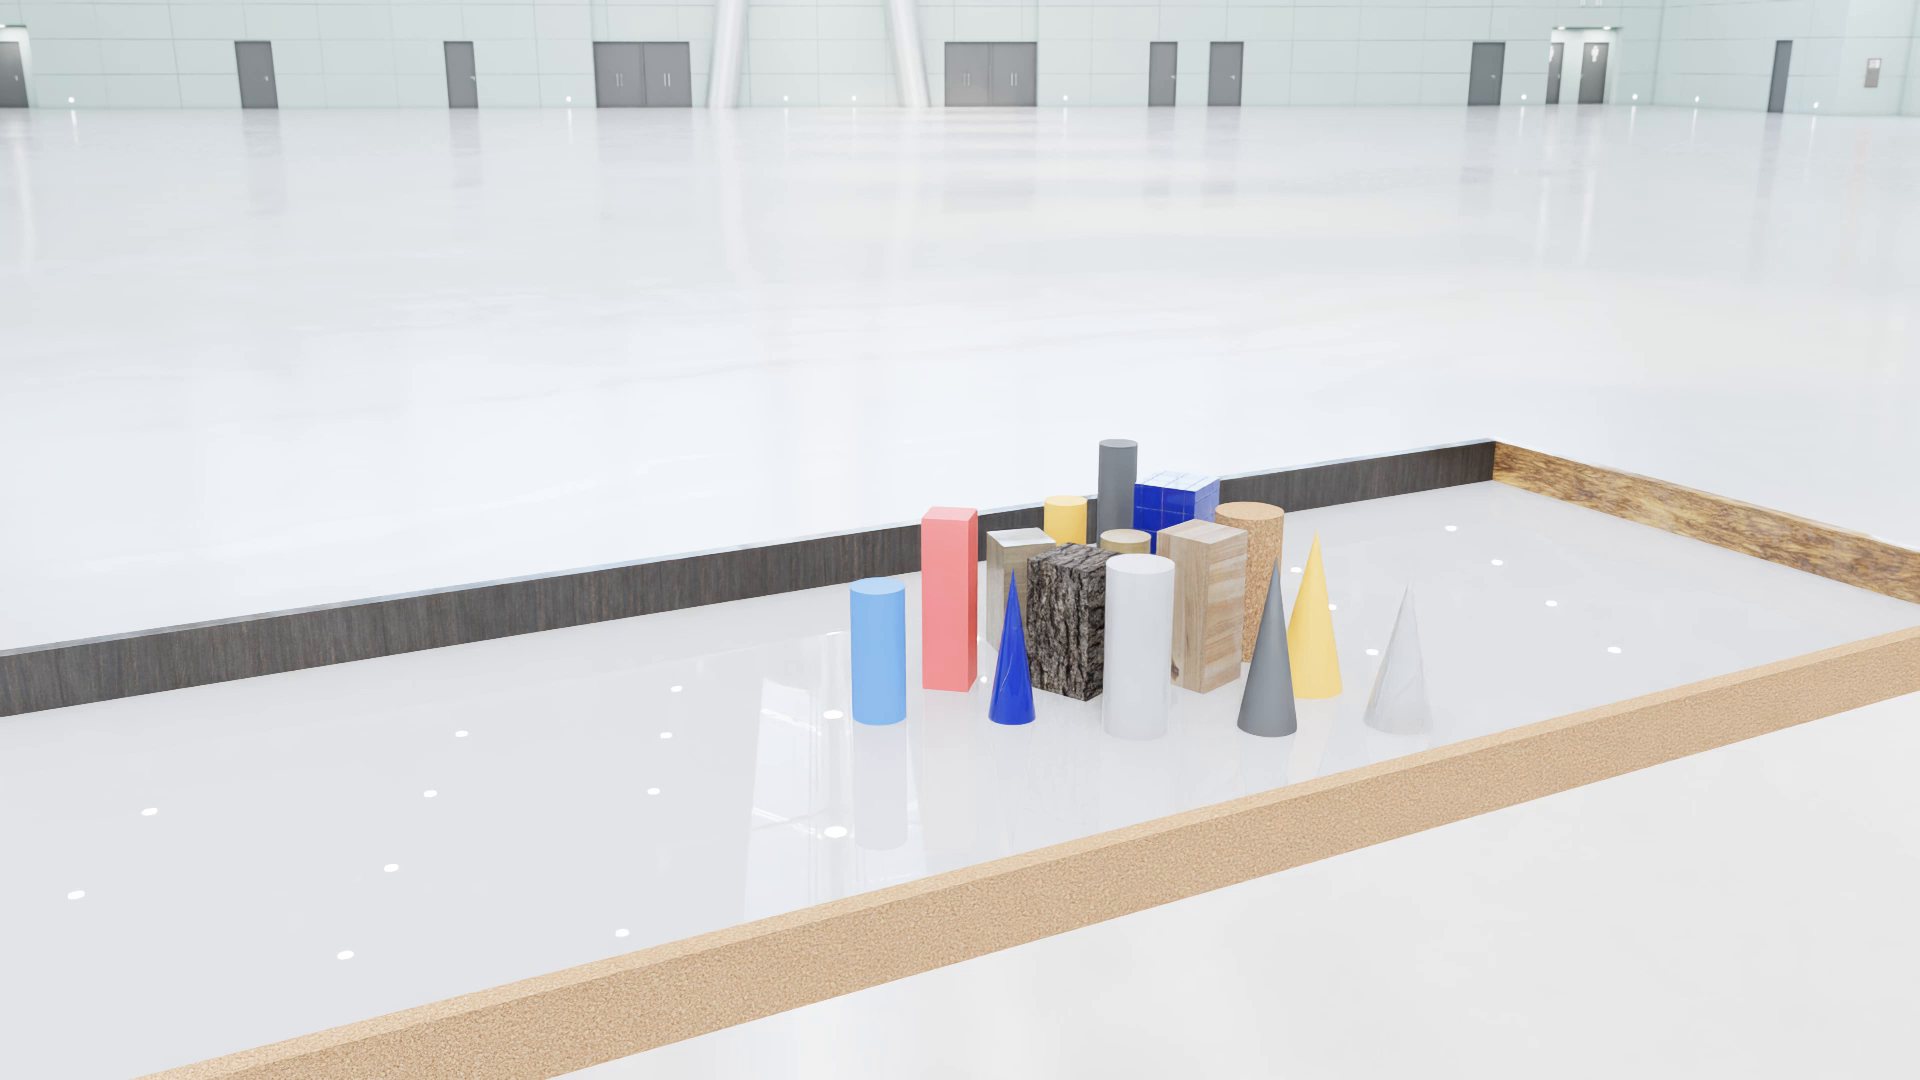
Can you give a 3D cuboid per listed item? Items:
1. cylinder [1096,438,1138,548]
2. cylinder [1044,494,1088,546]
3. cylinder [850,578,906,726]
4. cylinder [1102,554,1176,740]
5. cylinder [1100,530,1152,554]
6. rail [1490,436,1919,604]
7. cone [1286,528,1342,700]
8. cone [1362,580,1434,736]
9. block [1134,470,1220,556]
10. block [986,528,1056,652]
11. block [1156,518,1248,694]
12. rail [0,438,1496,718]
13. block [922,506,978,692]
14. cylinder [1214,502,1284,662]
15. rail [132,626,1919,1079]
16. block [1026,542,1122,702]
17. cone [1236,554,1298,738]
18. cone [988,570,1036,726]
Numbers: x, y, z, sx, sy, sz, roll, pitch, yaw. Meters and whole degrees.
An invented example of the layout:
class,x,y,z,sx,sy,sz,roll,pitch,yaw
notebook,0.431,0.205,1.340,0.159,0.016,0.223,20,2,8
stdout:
class,x,y,z,sx,sy,sz,roll,pitch,yaw
cylinder,0.456,-0.068,4.804,0.113,0.440,0.113,0,16,0
cylinder,0.290,0.054,4.567,0.117,0.340,0.117,0,16,0
cylinder,-0.192,0.262,3.889,0.130,0.324,0.130,0,16,0
cylinder,0.410,0.246,3.805,0.156,0.401,0.156,0,16,0
cylinder,0.431,0.139,4.332,0.131,0.311,0.131,0,16,0
rail,2.466,-0.048,5.253,0.050,0.150,2.100,-9,18,-27
cone,0.865,0.169,4.056,0.175,0.409,0.175,0,16,0
cone,1.036,0.256,3.847,0.167,0.358,0.167,0,16,0
block,0.594,0.027,4.563,0.177,0.395,0.177,9,19,29
block,0.160,0.137,4.349,0.144,0.303,0.144,-5,17,-16
block,0.597,0.163,4.115,0.159,0.386,0.159,15,22,41
rail,-3.305,0.497,3.399,12.000,0.150,0.050,-9,18,-27
block,-0.025,0.146,4.077,0.116,0.440,0.116,3,17,12
cylinder,0.746,0.108,4.305,0.176,0.384,0.176,0,16,0
rail,-2.336,1.006,1.665,12.000,0.150,0.050,-9,18,-27
block,0.290,0.199,4.089,0.180,0.331,0.180,12,20,36
cone,0.721,0.233,3.813,0.141,0.423,0.141,0,16,0
cone,0.124,0.241,3.876,0.116,0.370,0.116,0,16,0
